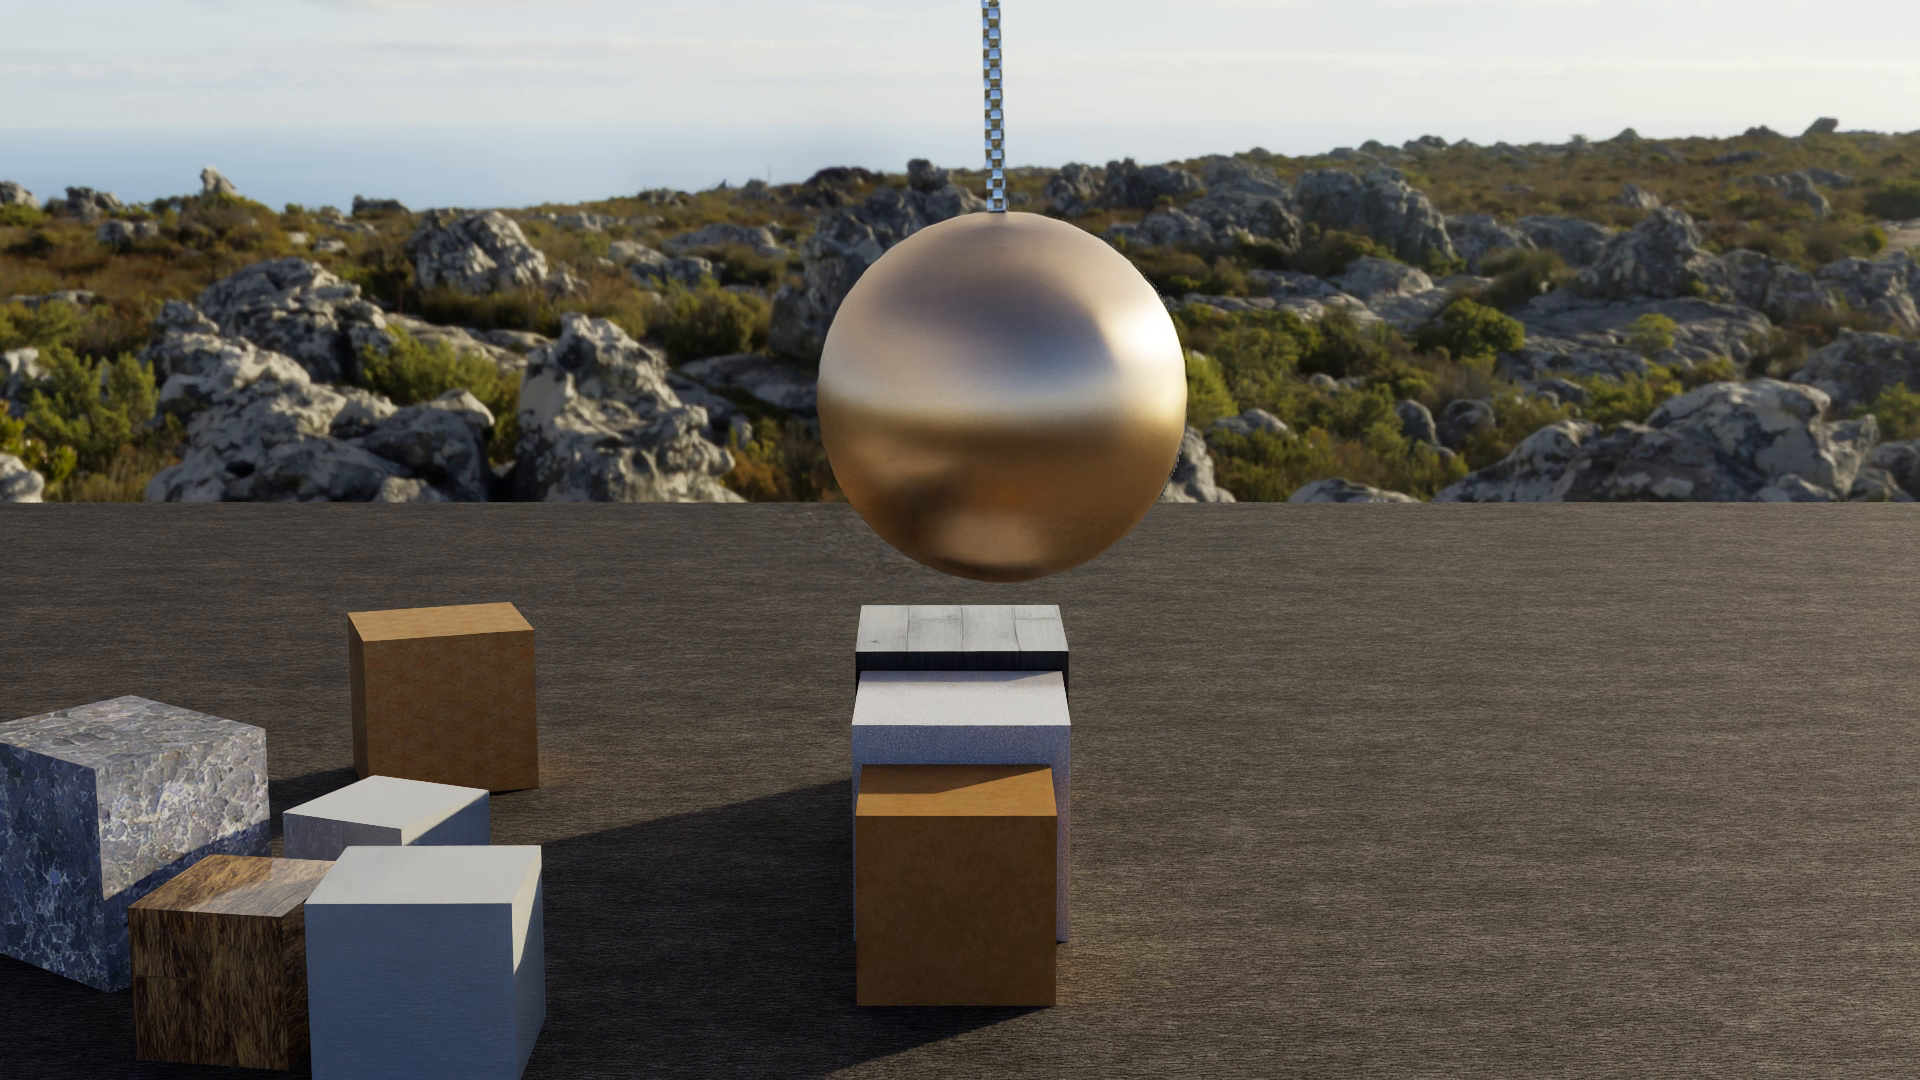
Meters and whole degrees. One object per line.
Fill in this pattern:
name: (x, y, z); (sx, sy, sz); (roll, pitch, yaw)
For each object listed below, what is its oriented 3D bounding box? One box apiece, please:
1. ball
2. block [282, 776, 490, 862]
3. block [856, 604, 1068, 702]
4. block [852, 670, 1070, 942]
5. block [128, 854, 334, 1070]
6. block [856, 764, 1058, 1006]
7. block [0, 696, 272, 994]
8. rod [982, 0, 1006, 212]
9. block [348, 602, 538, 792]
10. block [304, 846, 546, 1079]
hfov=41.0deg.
ball: (0.180, -0.615, 11.068); (1.600, 1.600, 1.600); (0, 10, 0)
block: (-2.352, 1.348, 10.584); (0.580, 0.561, 0.610); (5, 11, 23)
block: (0.004, 0.891, 11.876); (0.940, 0.997, 0.993); (0, 10, -1)
block: (0.006, 1.110, 10.906); (0.884, 0.913, 0.958); (0, 10, 0)
block: (-2.625, 1.545, 9.466); (0.587, 0.572, 0.647); (2, 10, 10)
block: (-0.014, 1.342, 10.083); (0.759, 0.752, 0.729); (0, 10, 0)
block: (-3.412, 1.207, 10.427); (0.922, 0.895, 0.782); (8, 13, 37)
rod: (0.078, -3.959, 10.461); (0.080, 5.200, 0.080); (-2, 10, 0)
block: (-2.605, 0.801, 12.908); (0.825, 0.805, 0.709); (-4, 11, -19)
block: (-1.916, 1.529, 9.278); (0.718, 0.672, 0.676); (0, 10, -1)
